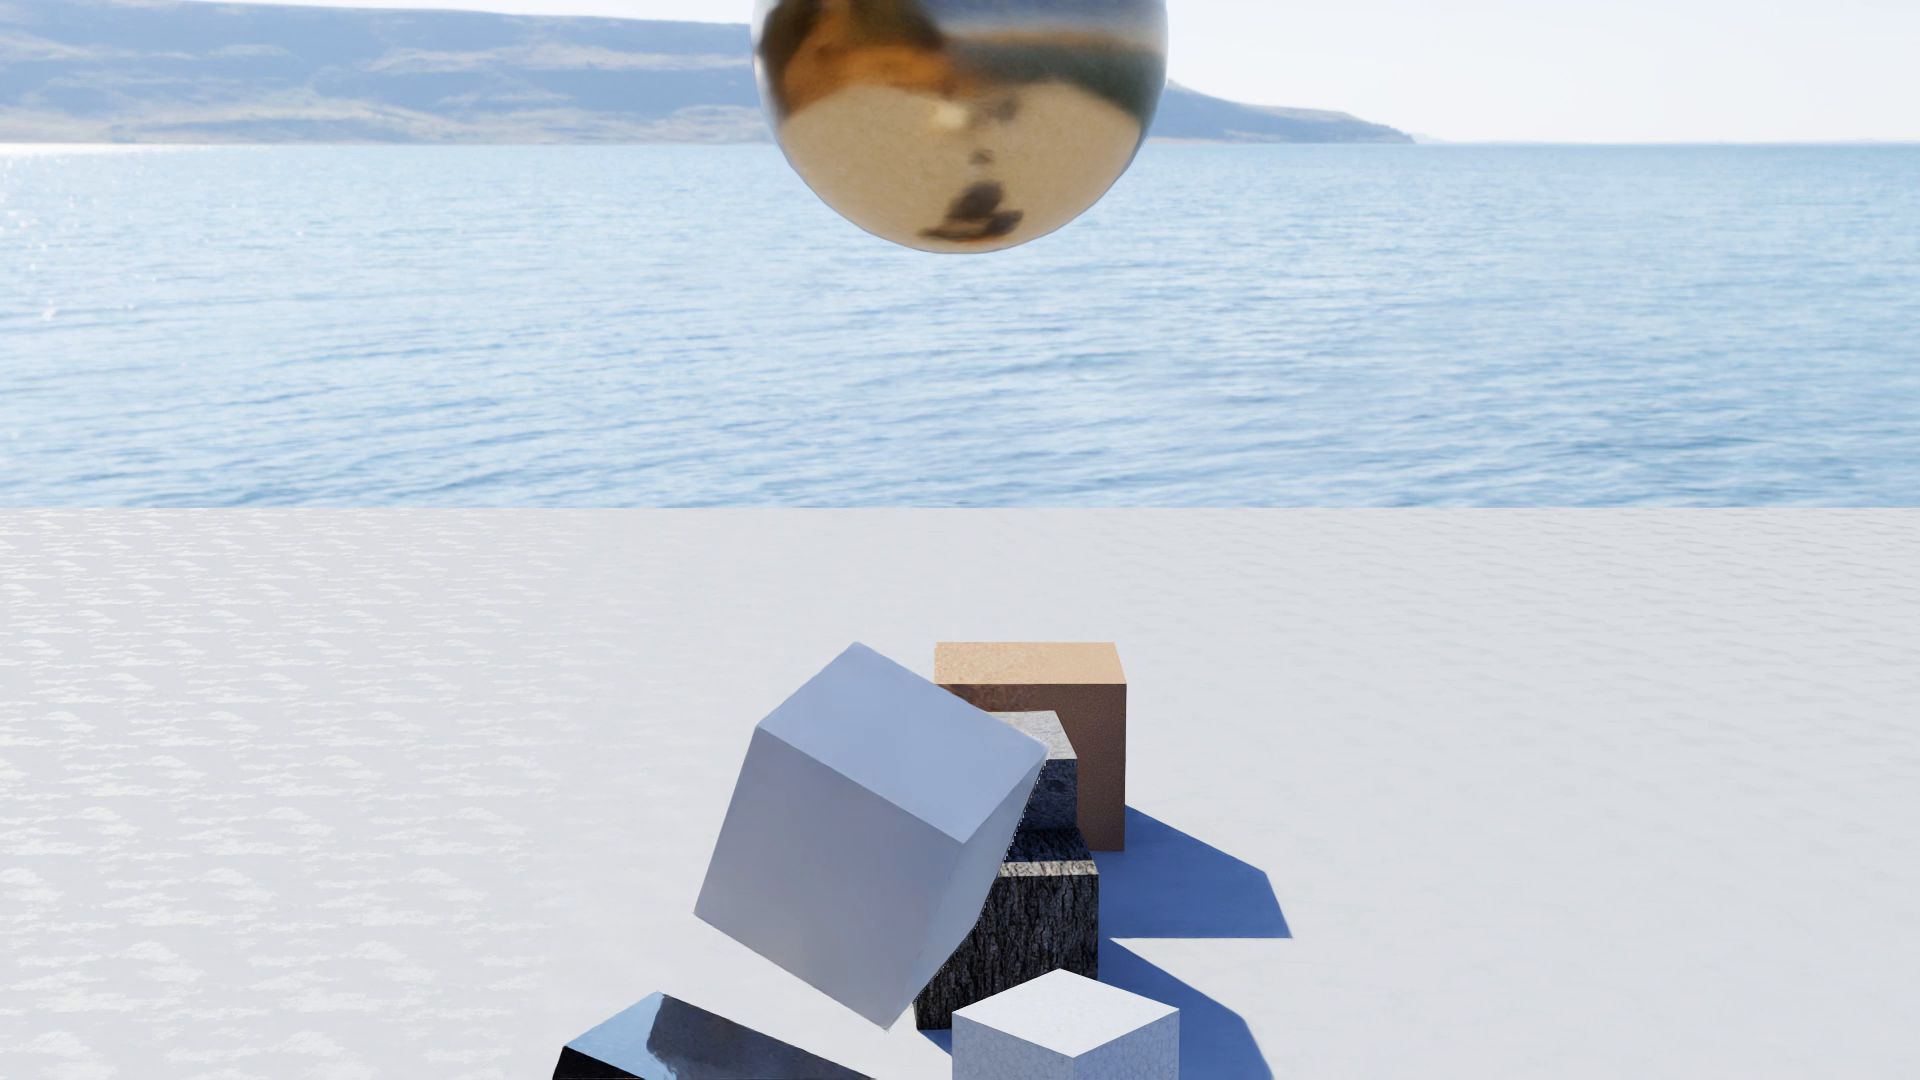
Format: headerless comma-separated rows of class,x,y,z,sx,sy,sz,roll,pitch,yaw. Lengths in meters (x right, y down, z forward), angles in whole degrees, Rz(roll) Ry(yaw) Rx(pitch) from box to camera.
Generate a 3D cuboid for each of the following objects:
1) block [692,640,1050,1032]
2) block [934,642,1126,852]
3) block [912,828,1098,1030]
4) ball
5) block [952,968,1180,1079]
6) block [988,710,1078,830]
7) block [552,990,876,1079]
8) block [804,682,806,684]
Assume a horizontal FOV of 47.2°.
block,-0.236,0.775,5.857,0.611,0.648,0.556,28,30,13
block,0.347,1.051,11.369,0.953,0.863,0.907,0,10,0
block,0.166,1.590,9.053,0.727,0.632,0.595,-1,10,-4
ball,0.000,-1.897,8.406,1.600,1.600,1.600,0,10,0
block,0.361,1.890,7.533,0.542,0.586,0.555,10,14,43
block,0.070,1.316,9.722,0.790,0.933,0.793,-1,10,-4
block,-0.505,1.270,4.261,0.559,0.524,0.539,20,3,10
block,-0.482,1.151,11.382,0.684,0.663,0.812,0,10,0
